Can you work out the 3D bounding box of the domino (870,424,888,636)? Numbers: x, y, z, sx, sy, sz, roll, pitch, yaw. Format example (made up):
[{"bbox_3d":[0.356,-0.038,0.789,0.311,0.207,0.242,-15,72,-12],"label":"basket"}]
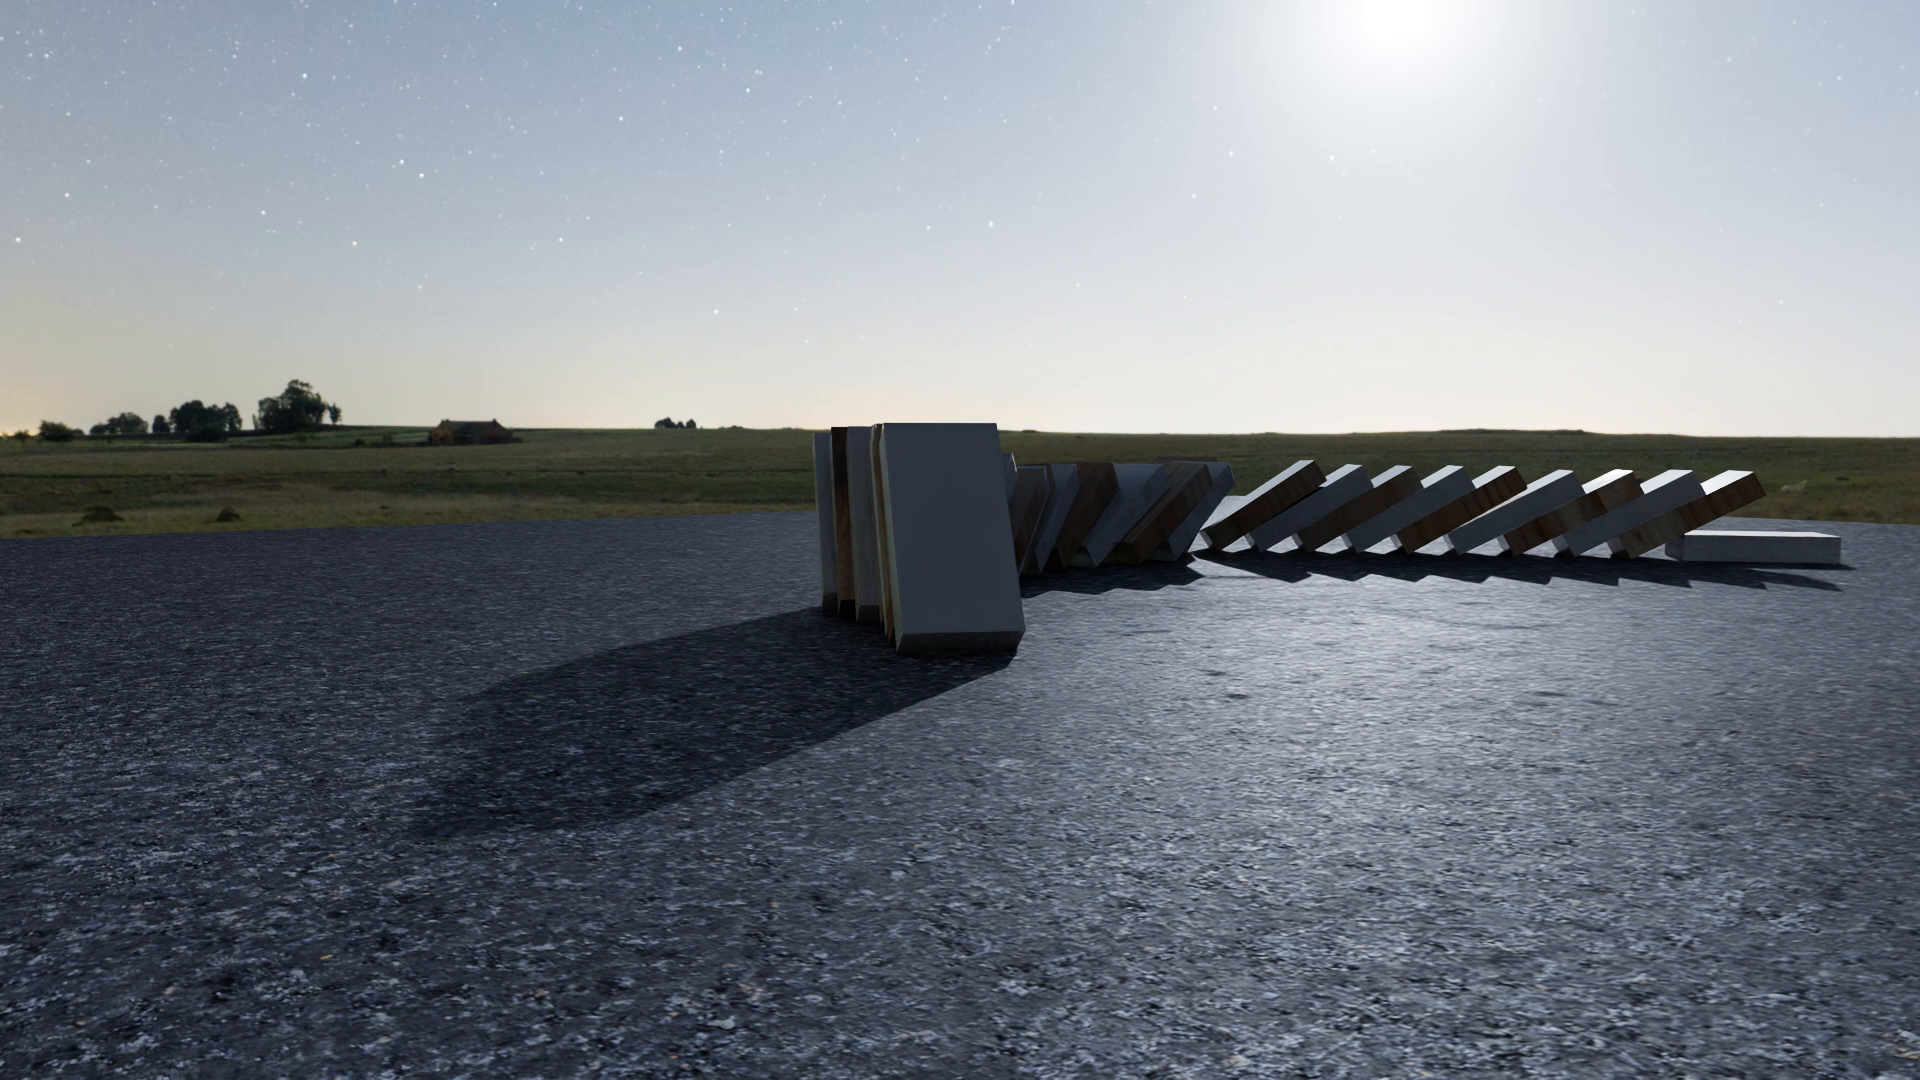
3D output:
[{"bbox_3d":[-0.006,-0.003,0.293,0.025,0.050,0.009,-1,-29,-11],"label":"domino"}]

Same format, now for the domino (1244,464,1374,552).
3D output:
[{"bbox_3d":[0.137,-0.013,0.510,0.050,0.009,0.025,-31,2,5],"label":"domino"}]

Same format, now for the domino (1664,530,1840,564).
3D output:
[{"bbox_3d":[0.291,0.002,0.474,0.050,0.010,0.025,1,4,14],"label":"domino"}]

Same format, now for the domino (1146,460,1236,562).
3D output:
[{"bbox_3d":[0.081,-0.012,0.484,0.025,0.009,0.050,5,40,41],"label":"domino"}]

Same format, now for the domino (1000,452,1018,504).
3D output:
[{"bbox_3d":[-0.002,-0.005,0.368,0.025,0.010,0.050,2,46,18],"label":"domino"}]

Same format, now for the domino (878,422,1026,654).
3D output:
[{"bbox_3d":[-0.002,-0.001,0.271,0.025,0.050,0.009,-1,-29,-11],"label":"domino"}]

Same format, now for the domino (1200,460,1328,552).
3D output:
[{"bbox_3d":[0.120,-0.014,0.511,0.050,0.010,0.025,-34,1,4],"label":"domino"}]

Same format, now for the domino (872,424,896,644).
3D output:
[{"bbox_3d":[-0.005,-0.002,0.282,0.025,0.050,0.010,-1,-29,-11],"label":"domino"}]

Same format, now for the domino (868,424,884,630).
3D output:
[{"bbox_3d":[-0.007,-0.004,0.304,0.025,0.050,0.010,0,-29,-10],"label":"domino"}]

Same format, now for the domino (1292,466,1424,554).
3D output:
[{"bbox_3d":[0.156,-0.012,0.507,0.050,0.009,0.025,-31,1,7],"label":"domino"}]

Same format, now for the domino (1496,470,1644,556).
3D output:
[{"bbox_3d":[0.231,-0.010,0.490,0.050,0.010,0.025,-29,-2,14],"label":"domino"}]

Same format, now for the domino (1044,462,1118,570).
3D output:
[{"bbox_3d":[0.034,-0.009,0.450,0.025,0.009,0.050,2,38,33],"label":"domino"}]

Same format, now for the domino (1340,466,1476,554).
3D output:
[{"bbox_3d":[0.174,-0.012,0.504,0.050,0.009,0.025,-31,0,9],"label":"domino"}]

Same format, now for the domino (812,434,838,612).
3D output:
[{"bbox_3d":[-0.025,-0.005,0.338,0.025,0.050,0.009,-1,-33,-10],"label":"domino"}]

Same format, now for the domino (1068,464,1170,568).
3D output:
[{"bbox_3d":[0.051,-0.010,0.461,0.025,0.009,0.050,4,39,46],"label":"domino"}]

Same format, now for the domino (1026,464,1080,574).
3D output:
[{"bbox_3d":[0.022,-0.008,0.435,0.025,0.010,0.050,1,37,23],"label":"domino"}]

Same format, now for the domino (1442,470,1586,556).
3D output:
[{"bbox_3d":[0.212,-0.011,0.495,0.050,0.010,0.025,-29,-3,14],"label":"domino"}]

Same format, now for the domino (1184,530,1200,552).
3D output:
[{"bbox_3d":[0.087,-0.013,0.523,0.025,0.010,0.050,2,33,29],"label":"domino"}]

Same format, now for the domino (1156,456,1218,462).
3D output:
[{"bbox_3d":[0.083,-0.015,0.507,0.025,0.009,0.050,3,39,30],"label":"domino"}]

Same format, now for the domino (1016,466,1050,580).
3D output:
[{"bbox_3d":[0.010,-0.005,0.401,0.025,0.010,0.050,1,37,18],"label":"domino"}]

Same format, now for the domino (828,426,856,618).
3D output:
[{"bbox_3d":[-0.019,-0.005,0.325,0.025,0.050,0.009,-1,-29,-10],"label":"domino"}]

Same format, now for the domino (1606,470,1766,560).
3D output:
[{"bbox_3d":[0.269,-0.010,0.479,0.050,0.009,0.025,-29,-2,13],"label":"domino"}]

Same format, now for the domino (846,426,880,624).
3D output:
[{"bbox_3d":[-0.014,-0.005,0.315,0.025,0.050,0.010,-1,-29,-10],"label":"domino"}]

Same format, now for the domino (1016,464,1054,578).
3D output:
[{"bbox_3d":[0.013,-0.007,0.419,0.025,0.009,0.050,0,37,19],"label":"domino"}]

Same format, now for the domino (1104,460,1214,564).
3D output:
[{"bbox_3d":[0.068,-0.011,0.471,0.025,0.009,0.050,8,42,46],"label":"domino"}]

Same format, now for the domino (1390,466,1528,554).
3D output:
[{"bbox_3d":[0.193,-0.012,0.501,0.050,0.010,0.025,-31,-1,10],"label":"domino"}]

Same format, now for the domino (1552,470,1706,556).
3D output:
[{"bbox_3d":[0.251,-0.010,0.486,0.050,0.010,0.025,-29,-2,12],"label":"domino"}]

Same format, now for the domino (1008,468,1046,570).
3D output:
[{"bbox_3d":[0.008,-0.004,0.383,0.025,0.010,0.050,1,37,18],"label":"domino"}]
